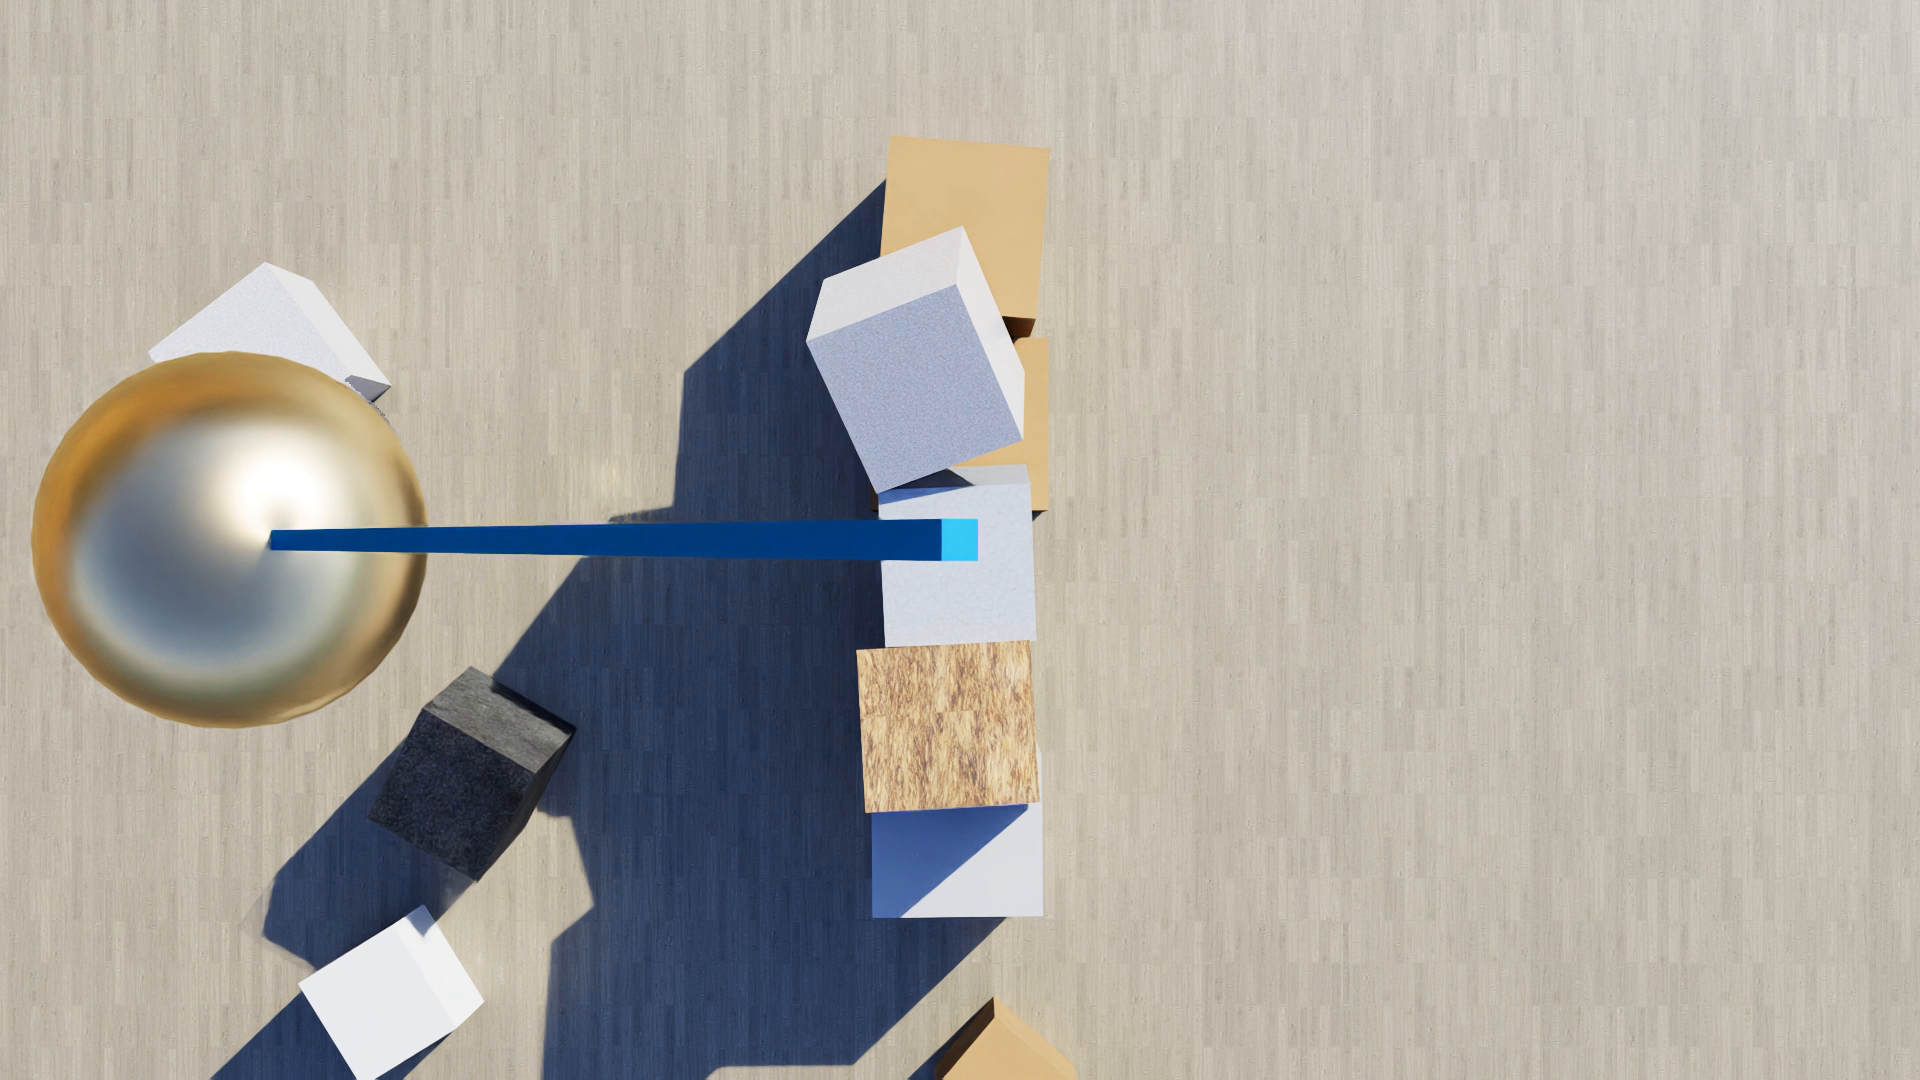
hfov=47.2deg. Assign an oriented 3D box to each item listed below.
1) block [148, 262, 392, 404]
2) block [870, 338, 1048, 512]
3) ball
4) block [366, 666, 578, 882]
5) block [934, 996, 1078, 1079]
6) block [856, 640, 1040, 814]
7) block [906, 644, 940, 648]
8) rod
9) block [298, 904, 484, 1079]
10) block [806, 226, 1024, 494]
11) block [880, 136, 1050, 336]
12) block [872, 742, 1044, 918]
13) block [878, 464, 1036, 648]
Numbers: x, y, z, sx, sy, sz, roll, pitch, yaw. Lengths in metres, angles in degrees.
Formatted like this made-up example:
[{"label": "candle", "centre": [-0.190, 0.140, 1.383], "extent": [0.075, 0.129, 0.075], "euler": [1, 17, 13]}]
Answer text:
[{"label": "block", "centre": [-3.920, -0.975, 12.564], "extent": [0.817, 0.872, 0.782], "euler": [-37, 90, 0]}, {"label": "block", "centre": [-0.005, -0.644, 12.602], "extent": [0.991, 0.795, 0.957], "euler": [0, 90, 0]}, {"label": "ball", "centre": [-3.063, 0.000, 9.297], "extent": [1.600, 1.600, 1.600], "euler": [0, 90, 0]}, {"label": "block", "centre": [-2.769, 1.323, 12.534], "extent": [0.718, 0.737, 0.765], "euler": [30, 107, 0]}, {"label": "block", "centre": [0.263, 3.101, 12.713], "extent": [0.623, 0.574, 0.533], "euler": [40, 90, 0]}, {"label": "block", "centre": [-0.062, 1.006, 11.706], "extent": [0.898, 0.752, 0.838], "euler": [-3, 83, 0]}, {"label": "block", "centre": [0.007, 0.855, 12.617], "extent": [0.613, 0.765, 0.607], "euler": [0, 90, 0]}, {"label": "rod", "centre": [-1.327, 0.000, 6.374], "extent": [0.080, 5.200, 0.080], "euler": [0, 90, -31]}, {"label": "block", "centre": [-3.256, 2.603, 12.644], "extent": [0.623, 0.712, 0.679], "euler": [-32, 90, 0]}, {"label": "block", "centre": [-0.207, -0.957, 11.511], "extent": [0.811, 0.990, 0.892], "euler": [-20, 113, 11]}, {"label": "block", "centre": [0.018, -1.698, 12.460], "extent": [0.871, 1.080, 0.926], "euler": [5, 90, 0]}, {"label": "block", "centre": [-0.016, 1.623, 12.531], "extent": [0.935, 0.937, 0.890], "euler": [-1, 90, 0]}, {"label": "block", "centre": [-0.013, 0.070, 11.828], "extent": [0.790, 0.818, 0.829], "euler": [-2, 99, 0]}]
